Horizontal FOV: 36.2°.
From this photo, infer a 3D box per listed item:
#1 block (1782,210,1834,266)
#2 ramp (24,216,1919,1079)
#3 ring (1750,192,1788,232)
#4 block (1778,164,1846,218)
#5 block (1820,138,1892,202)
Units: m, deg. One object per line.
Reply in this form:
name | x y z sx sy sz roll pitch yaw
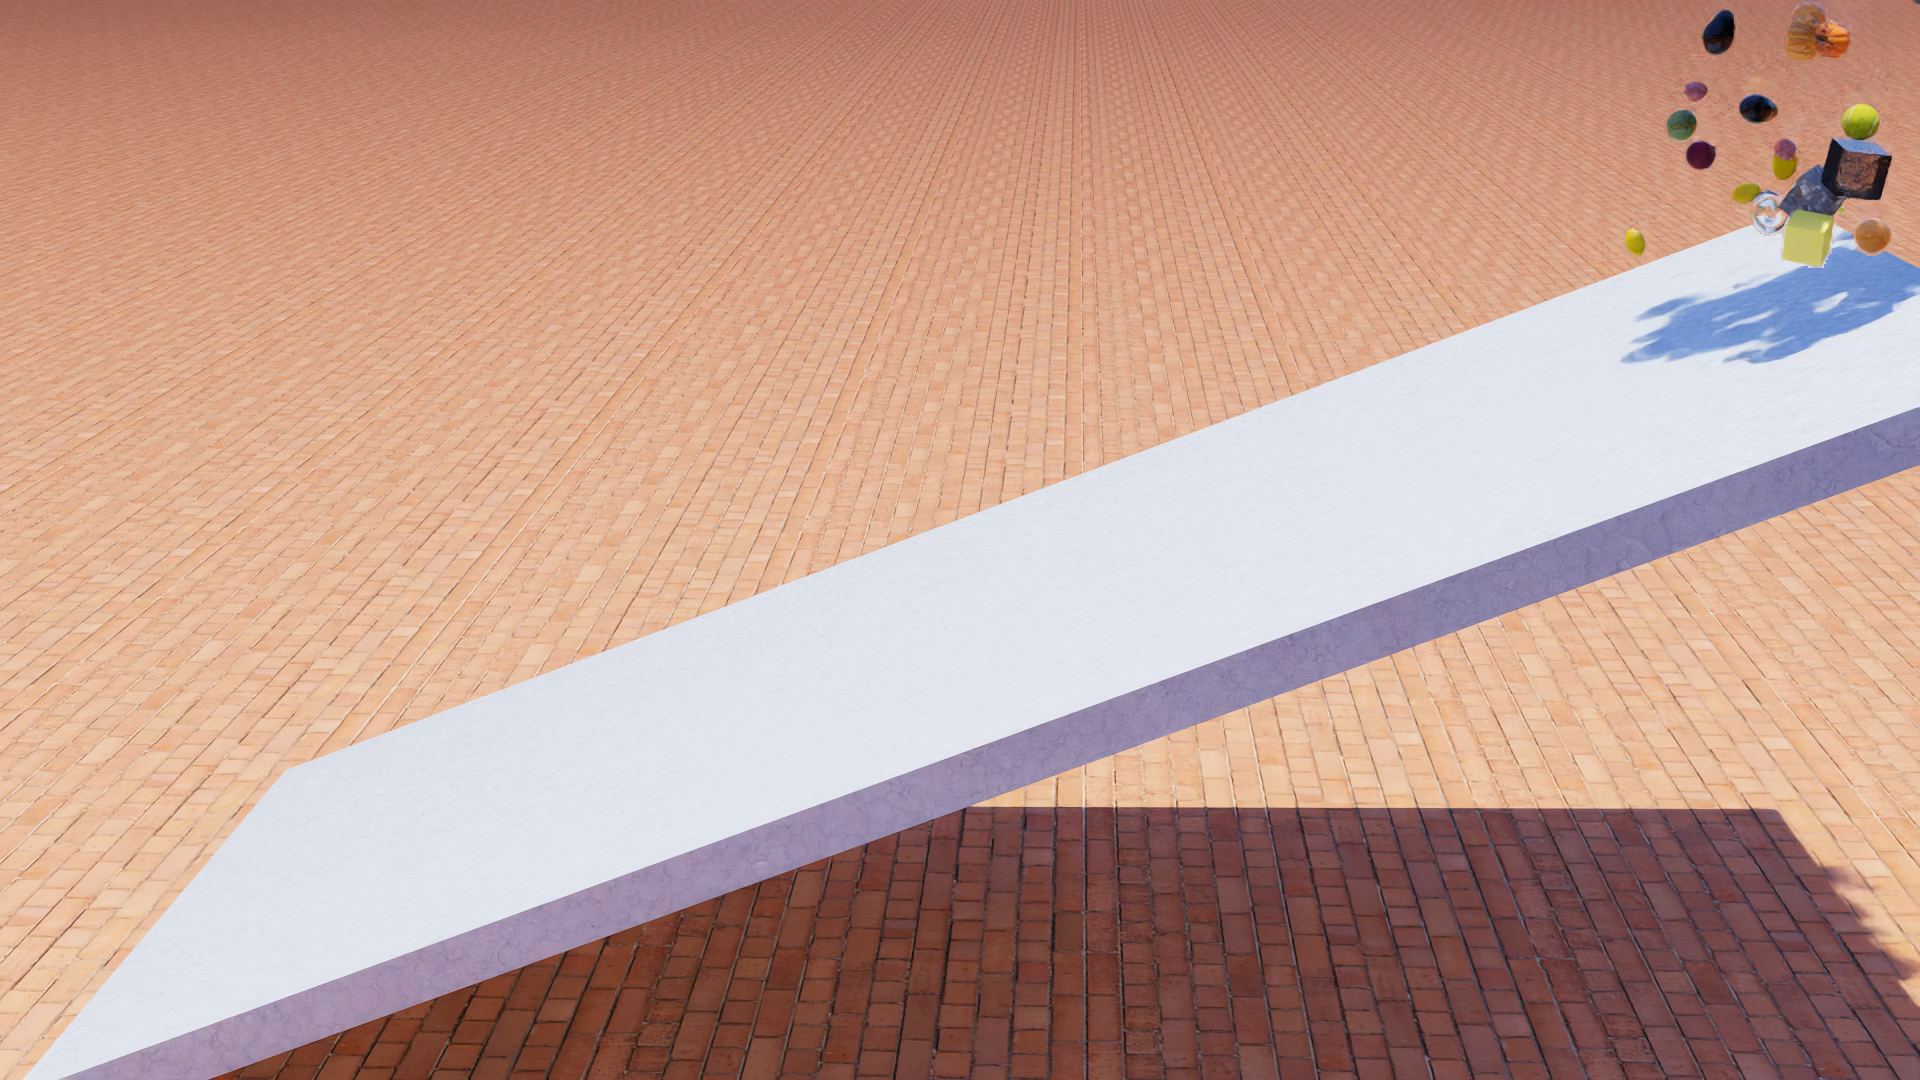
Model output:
block | 1.661 -0.592 5.762 0.075 0.075 0.075 15 38 24
ramp | 0.121 0.175 6.293 4.000 0.100 2.000 -20 12 7
ring | 1.619 -0.656 5.886 0.029 0.087 0.087 -27 26 -30
block | 1.692 -0.676 5.821 0.084 0.084 0.084 43 44 16
block | 1.739 -0.720 5.709 0.090 0.090 0.090 6 24 -6
